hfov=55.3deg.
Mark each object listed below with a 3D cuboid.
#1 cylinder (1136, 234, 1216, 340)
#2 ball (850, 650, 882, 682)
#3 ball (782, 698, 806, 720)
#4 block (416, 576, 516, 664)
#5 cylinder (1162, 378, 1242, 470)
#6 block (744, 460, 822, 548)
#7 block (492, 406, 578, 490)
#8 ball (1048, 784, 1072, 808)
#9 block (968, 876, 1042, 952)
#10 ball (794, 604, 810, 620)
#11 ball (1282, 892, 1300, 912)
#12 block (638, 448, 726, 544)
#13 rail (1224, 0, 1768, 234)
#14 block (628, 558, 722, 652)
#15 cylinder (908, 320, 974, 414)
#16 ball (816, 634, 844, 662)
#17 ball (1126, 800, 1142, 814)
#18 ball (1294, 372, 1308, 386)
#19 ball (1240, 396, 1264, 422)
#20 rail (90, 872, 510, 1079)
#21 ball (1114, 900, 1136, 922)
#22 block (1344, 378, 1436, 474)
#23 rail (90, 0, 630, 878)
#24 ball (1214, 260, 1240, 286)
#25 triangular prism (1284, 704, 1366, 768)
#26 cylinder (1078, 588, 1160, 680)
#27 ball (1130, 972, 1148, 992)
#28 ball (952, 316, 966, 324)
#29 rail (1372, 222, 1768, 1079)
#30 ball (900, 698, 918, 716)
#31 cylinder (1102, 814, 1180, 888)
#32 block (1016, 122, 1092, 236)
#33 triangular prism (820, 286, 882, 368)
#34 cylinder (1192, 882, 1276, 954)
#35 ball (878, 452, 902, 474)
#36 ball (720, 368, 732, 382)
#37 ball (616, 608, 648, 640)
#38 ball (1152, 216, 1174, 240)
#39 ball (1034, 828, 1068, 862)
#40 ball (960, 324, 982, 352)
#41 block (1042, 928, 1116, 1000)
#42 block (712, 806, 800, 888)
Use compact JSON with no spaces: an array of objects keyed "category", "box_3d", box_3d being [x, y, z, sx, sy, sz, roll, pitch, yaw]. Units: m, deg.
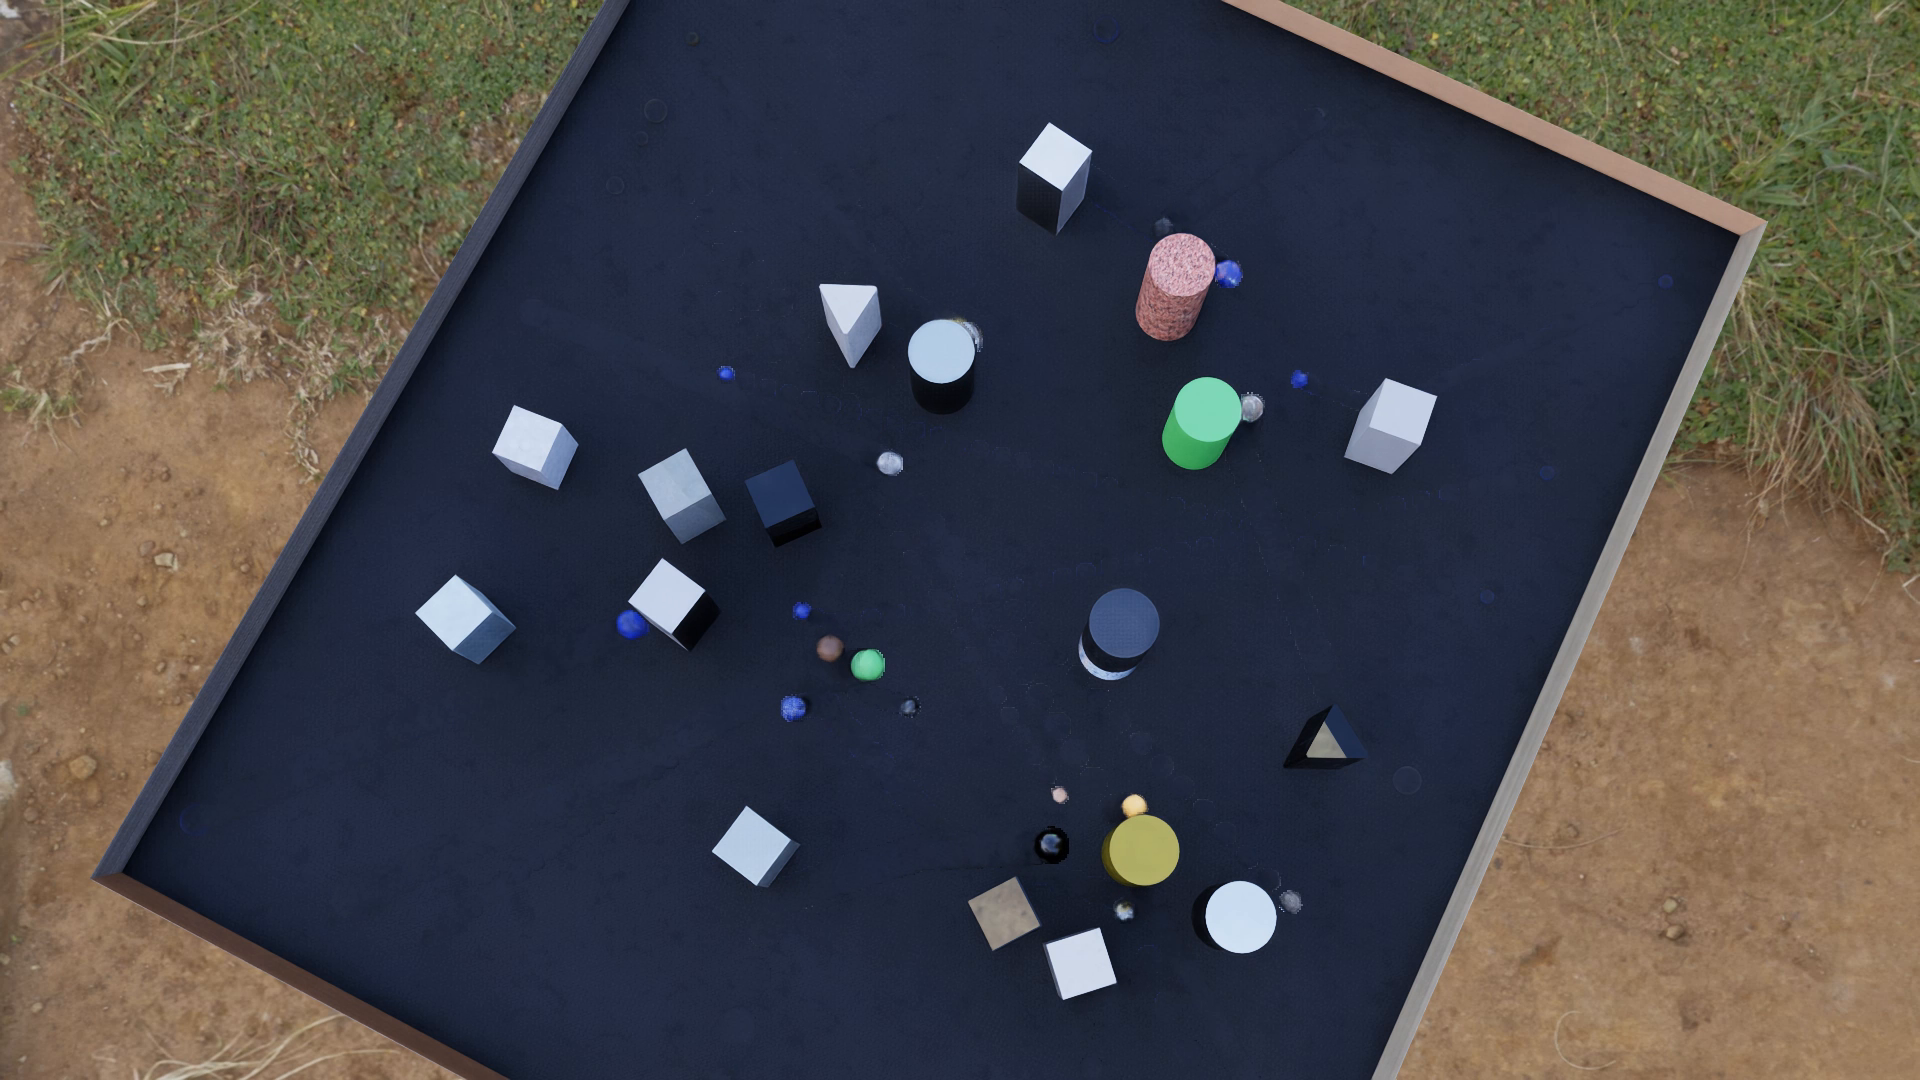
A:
[{"category":"cylinder","box_3d":[0.650,-0.762,5.561,0.195,0.418,0.195,0,78,0]},{"category":"ball","box_3d":[-0.279,0.376,5.490,0.096,0.096,0.096,0,78,0]},{"category":"ball","box_3d":[-0.496,0.504,5.477,0.069,0.069,0.069,0,78,0]},{"category":"block","box_3d":[-1.456,0.239,5.415,0.156,0.298,0.156,44,82,8]},{"category":"cylinder","box_3d":[0.724,-0.347,5.515,0.195,0.339,0.195,0,78,0]},{"category":"block","box_3d":[-0.527,-0.106,5.491,0.156,0.289,0.156,-24,79,-5]},{"category":"block","box_3d":[-1.284,-0.278,5.552,0.156,0.239,0.156,21,79,4]},{"category":"ball","box_3d":[0.295,0.758,5.438,0.072,0.072,0.072,0,78,0]},{"category":"block","box_3d":[0.127,1.074,5.268,0.156,0.248,0.156,-27,80,-5]},{"category":"ball","box_3d":[-0.478,0.217,5.549,0.045,0.045,0.045,0,78,0]},{"category":"ball","box_3d":[0.969,1.062,5.369,0.055,0.055,0.055,0,78,0]},{"category":"block","box_3d":[-0.824,-0.126,5.465,0.156,0.348,0.156,-30,80,-6]},{"category":"rail","box_3d":[0.893,-1.743,5.911,3.594,0.127,0.045,26,80,5]},{"category":"block","box_3d":[-0.834,0.196,5.389,0.156,0.367,0.156,36,81,7]},{"category":"cylinder","box_3d":[-0.055,-0.520,5.549,0.195,0.343,0.195,0,78,0]},{"category":"ball","box_3d":[-0.392,0.325,5.508,0.081,0.081,0.081,0,78,0]},{"category":"ball","box_3d":[0.515,0.789,5.417,0.042,0.042,0.042,0,78,0]},{"category":"ball","box_3d":[1.059,-0.498,5.697,0.044,0.044,0.044,0,78,0]},{"category":"ball","box_3d":[0.896,-0.406,5.659,0.082,0.082,0.082,0,78,0]},{"category":"rail","box_3d":[-0.893,1.756,5.187,3.594,0.127,0.045,26,80,5]},{"category":"ball","box_3d":[0.483,1.085,5.359,0.064,0.064,0.064,0,78,0]},{"category":"block","box_3d":[1.289,-0.338,5.504,0.156,0.357,0.156,20,79,4]},{"category":"rail","box_3d":[-1.586,-0.770,5.710,0.045,0.127,4.043,26,80,5]},{"category":"ball","box_3d":[0.838,-0.836,5.747,0.083,0.083,0.083,0,78,0]},{"category":"triangular prism","box_3d":[1.052,0.569,5.306,0.169,0.377,0.147,0,78,0]},{"category":"cylinder","box_3d":[0.456,0.279,5.315,0.195,0.479,0.195,0,78,0]},{"category":"ball","box_3d":[0.520,1.282,5.322,0.057,0.057,0.057,0,78,0]},{"category":"ball","box_3d":[-0.006,-0.678,5.734,0.044,0.044,0.044,0,78,0]},{"category":"rail","box_3d":[1.586,0.783,5.389,0.045,0.127,4.043,26,80,5]},{"category":"ball","box_3d":[-0.150,0.499,5.486,0.054,0.054,0.054,0,78,0]},{"category":"cylinder","box_3d":[0.516,0.898,5.275,0.195,0.305,0.195,0,78,0]},{"category":"block","box_3d":[0.286,-1.108,5.656,0.156,0.371,0.156,35,80,7]},{"category":"triangular prism","box_3d":[-0.353,-0.680,5.581,0.147,0.344,0.169,32,80,6]},{"category":"cylinder","box_3d":[0.777,1.076,5.228,0.195,0.324,0.195,0,78,0]},{"category":"ball","box_3d":[-0.217,-0.237,5.629,0.072,0.072,0.072,0,78,0]},{"category":"ball","box_3d":[-0.728,-0.514,5.702,0.042,0.042,0.042,0,78,0]},{"category":"ball","box_3d":[-0.987,0.253,5.509,0.093,0.093,0.093,0,78,0]},{"category":"ball","box_3d":[0.639,-0.984,5.783,0.072,0.072,0.072,0,78,0]},{"category":"ball","box_3d":[0.267,0.897,5.382,0.096,0.096,0.096,0,78,0]},{"category":"ball","box_3d":[0.018,-0.623,5.696,0.098,0.098,0.098,0,78,0]},{"category":"block","box_3d":[0.339,1.207,5.232,0.156,0.263,0.156,-17,79,-3]},{"category":"block","box_3d":[-0.582,0.885,5.268,0.156,0.325,0.156,36,81,7]}]
